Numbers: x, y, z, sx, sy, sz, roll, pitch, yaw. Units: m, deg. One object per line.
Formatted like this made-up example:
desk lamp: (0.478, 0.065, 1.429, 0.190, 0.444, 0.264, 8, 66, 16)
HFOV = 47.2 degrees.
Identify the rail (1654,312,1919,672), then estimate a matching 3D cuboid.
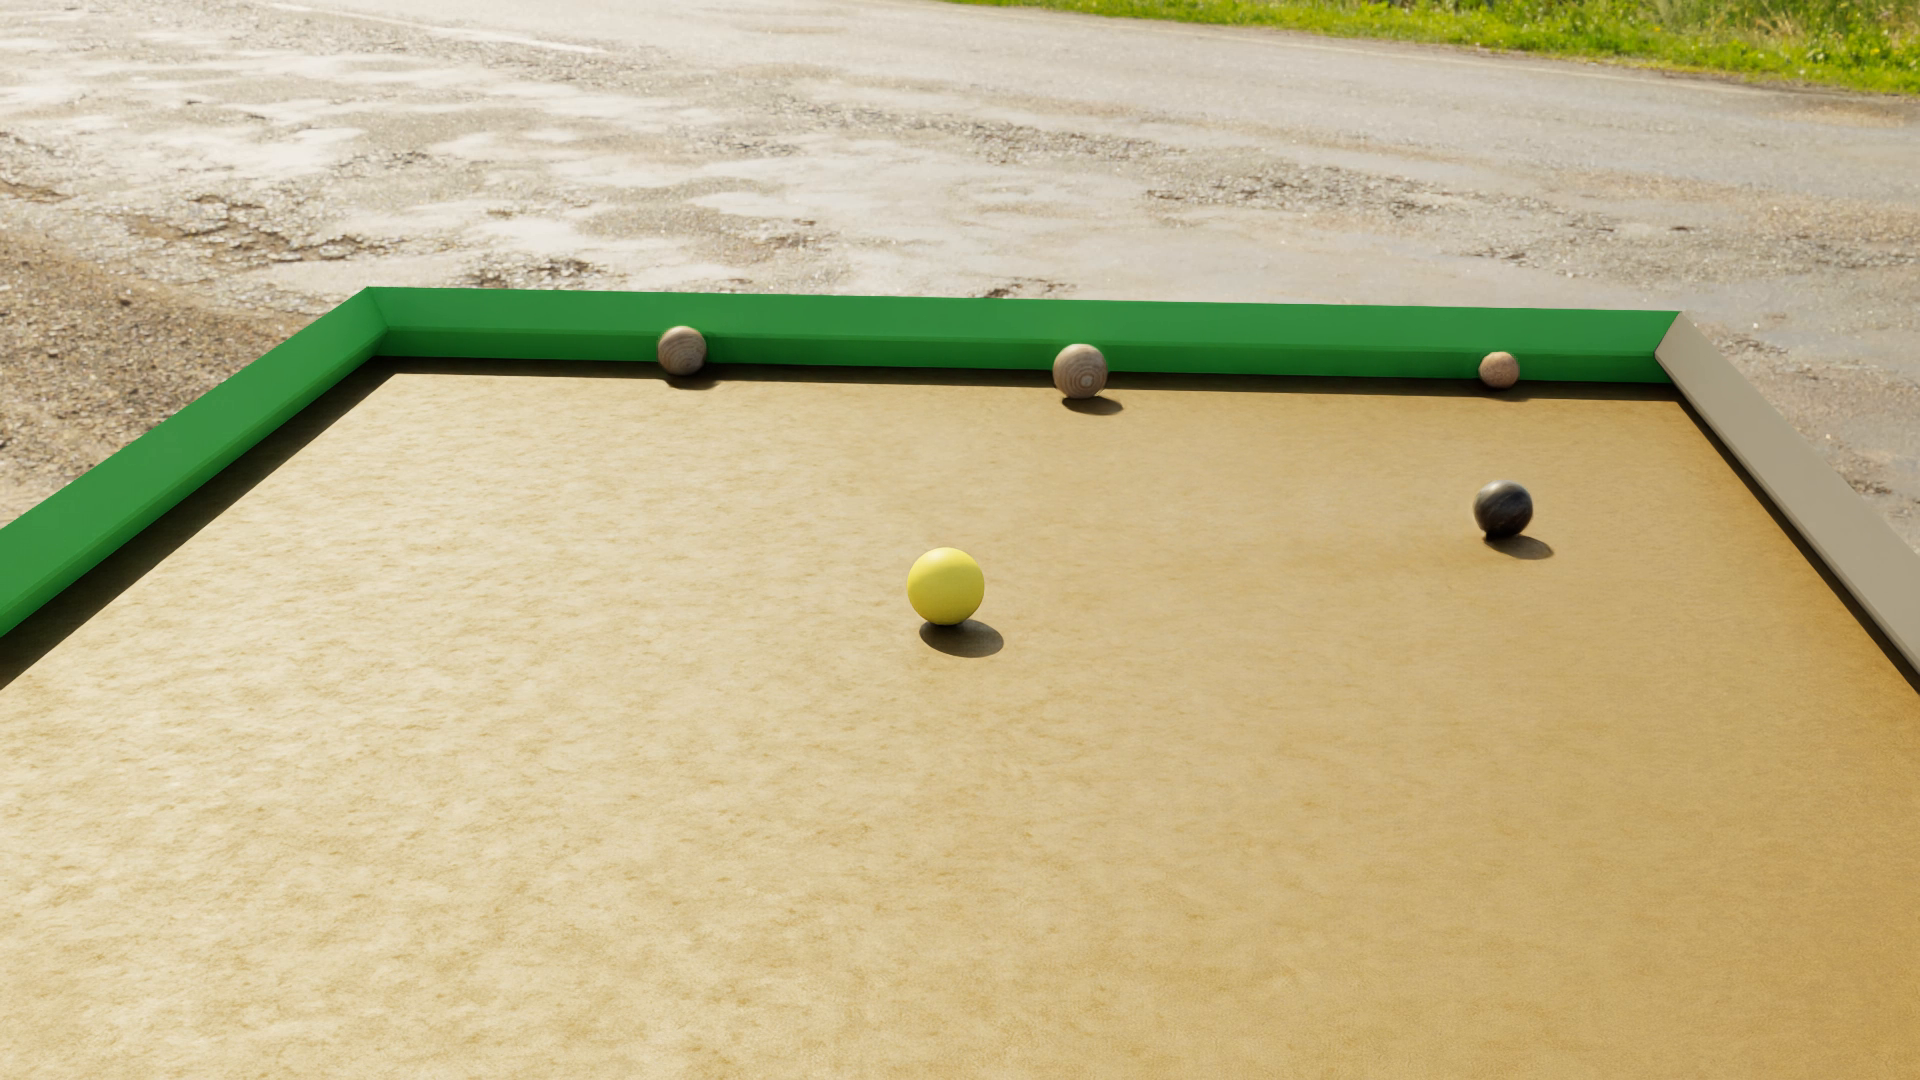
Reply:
rail: (0.930, 0.319, 1.637, 0.045, 0.112, 3.736, 2, 19, 4)

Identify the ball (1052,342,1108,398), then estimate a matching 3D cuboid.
ball: (0.181, -0.255, 3.314, 0.084, 0.084, 0.084, 0, 19, 0)

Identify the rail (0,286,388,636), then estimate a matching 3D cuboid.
rail: (-1.083, 0.264, 1.793, 0.045, 0.112, 3.736, 2, 19, 4)

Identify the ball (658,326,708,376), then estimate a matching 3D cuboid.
ball: (-0.434, -0.296, 3.439, 0.078, 0.078, 0.078, 0, 19, 0)

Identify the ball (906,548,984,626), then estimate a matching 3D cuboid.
ball: (-0.016, 0.051, 2.439, 0.087, 0.087, 0.087, 0, 19, 0)

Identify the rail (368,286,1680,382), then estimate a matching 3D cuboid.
rail: (0.075, -0.318, 3.449, 2.067, 0.112, 0.045, 2, 19, 4)

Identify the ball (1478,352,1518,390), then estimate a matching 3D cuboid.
ball: (0.823, -0.258, 3.360, 0.060, 0.060, 0.060, 0, 19, 0)

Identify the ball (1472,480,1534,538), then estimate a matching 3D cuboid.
ball: (0.670, -0.039, 2.716, 0.072, 0.072, 0.072, 0, 19, 0)
